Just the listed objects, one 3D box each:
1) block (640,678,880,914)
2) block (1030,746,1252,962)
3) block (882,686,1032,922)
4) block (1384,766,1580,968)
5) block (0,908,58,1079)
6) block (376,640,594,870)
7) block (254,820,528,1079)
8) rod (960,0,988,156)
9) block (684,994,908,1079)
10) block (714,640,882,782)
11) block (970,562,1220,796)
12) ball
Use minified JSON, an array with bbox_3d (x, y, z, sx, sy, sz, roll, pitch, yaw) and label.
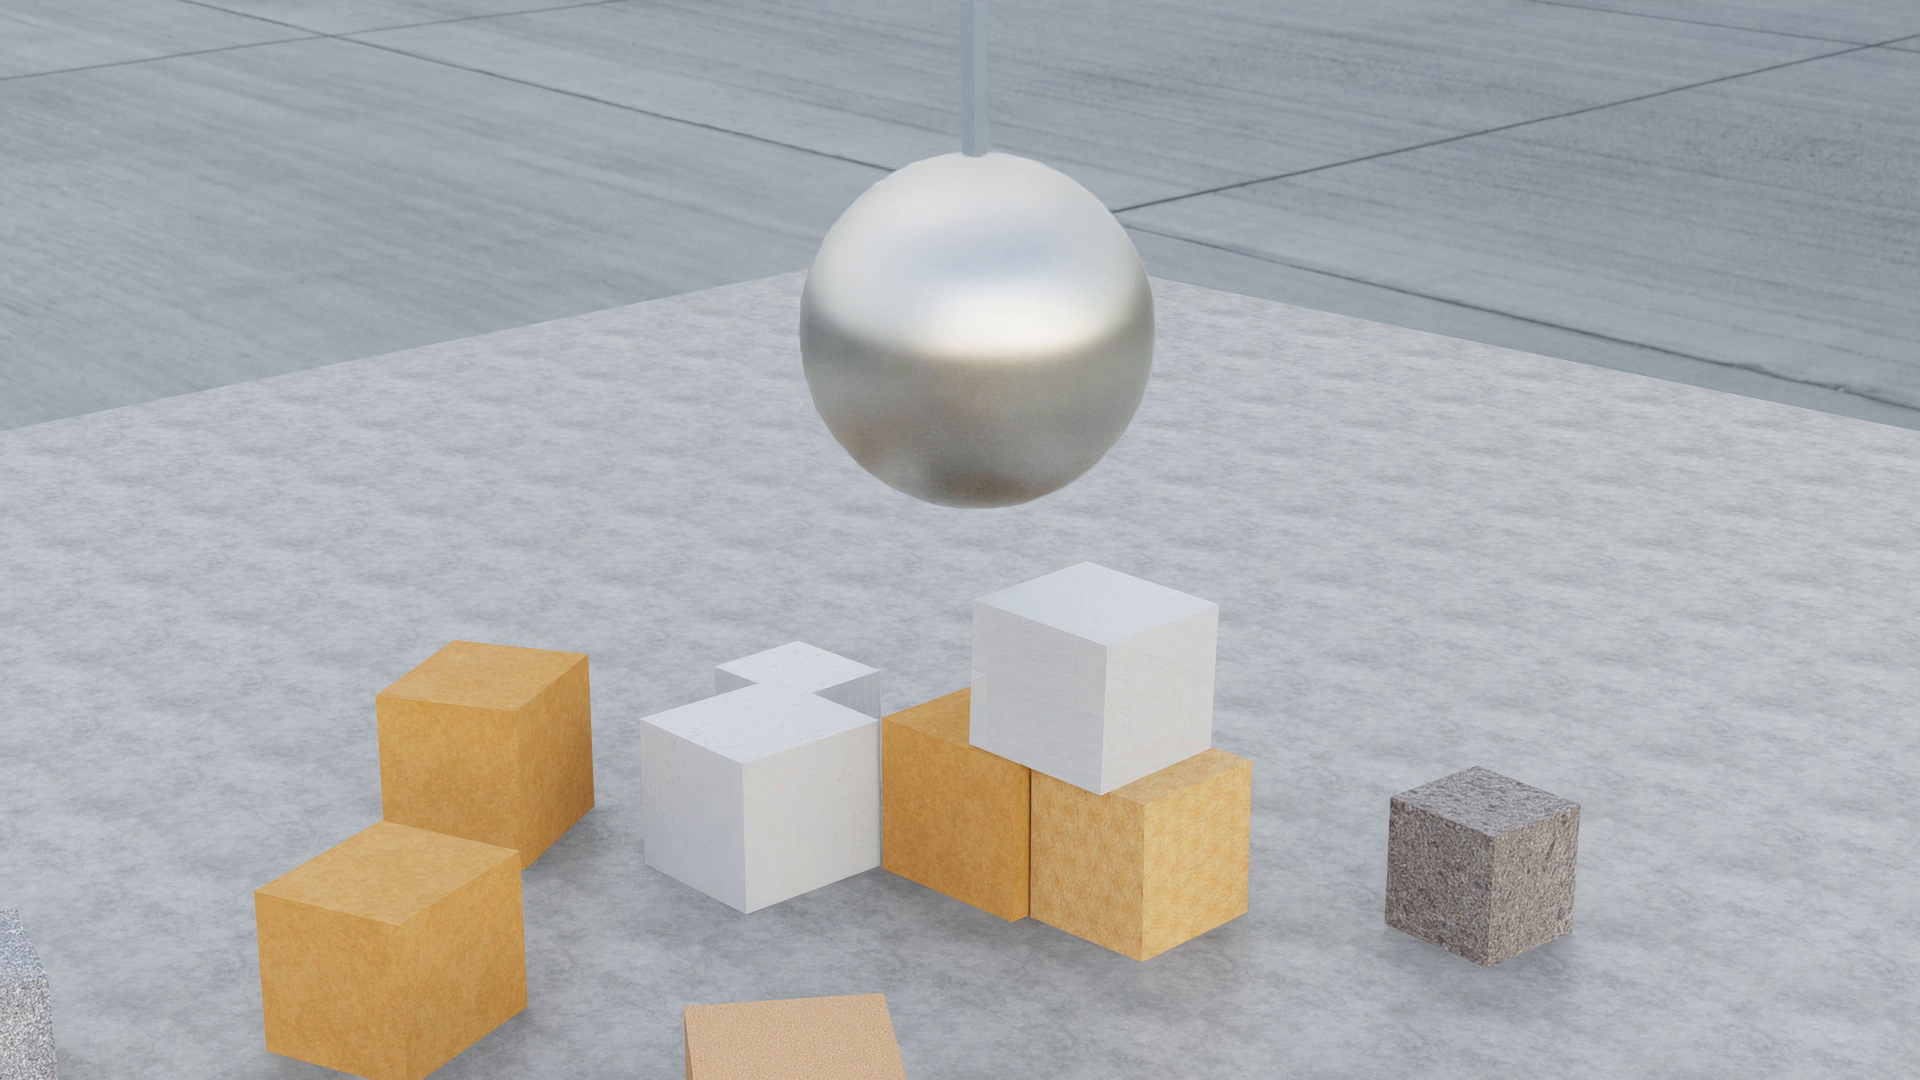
[{"bbox_3d":[-0.914,1.160,13.458,0.792,0.718,0.751,-15,23,-40],"label":"block"},{"bbox_3d":[0.796,1.320,12.933,0.656,0.726,0.713,16,24,42],"label":"block"},{"bbox_3d":[0.237,1.158,13.419,0.828,0.744,0.846,17,24,42],"label":"block"},{"bbox_3d":[2.281,1.419,12.820,0.568,0.604,0.586,-14,22,-38],"label":"block"},{"bbox_3d":[-3.896,1.897,11.265,0.699,0.626,0.687,-9,19,-25],"label":"block"},{"bbox_3d":[-2.230,1.003,13.852,0.706,0.781,0.806,5,18,16],"label":"block"},{"bbox_3d":[-2.294,1.663,11.884,0.704,0.700,0.807,9,19,26],"label":"block"},{"bbox_3d":[0.033,-4.166,12.067,0.080,5.200,0.080,17,25,42],"label":"rod"},{"bbox_3d":[-0.585,2.114,10.374,0.723,0.745,0.678,-3,18,-8],"label":"block"},{"bbox_3d":[-0.798,0.909,14.475,0.547,0.585,0.612,-16,24,-42],"label":"block"},{"bbox_3d":[0.584,0.591,12.859,0.765,0.681,0.747,18,25,40],"label":"block"},{"bbox_3d":[0.076,-0.936,13.127,1.600,1.600,1.600,0,17,0],"label":"ball"}]
